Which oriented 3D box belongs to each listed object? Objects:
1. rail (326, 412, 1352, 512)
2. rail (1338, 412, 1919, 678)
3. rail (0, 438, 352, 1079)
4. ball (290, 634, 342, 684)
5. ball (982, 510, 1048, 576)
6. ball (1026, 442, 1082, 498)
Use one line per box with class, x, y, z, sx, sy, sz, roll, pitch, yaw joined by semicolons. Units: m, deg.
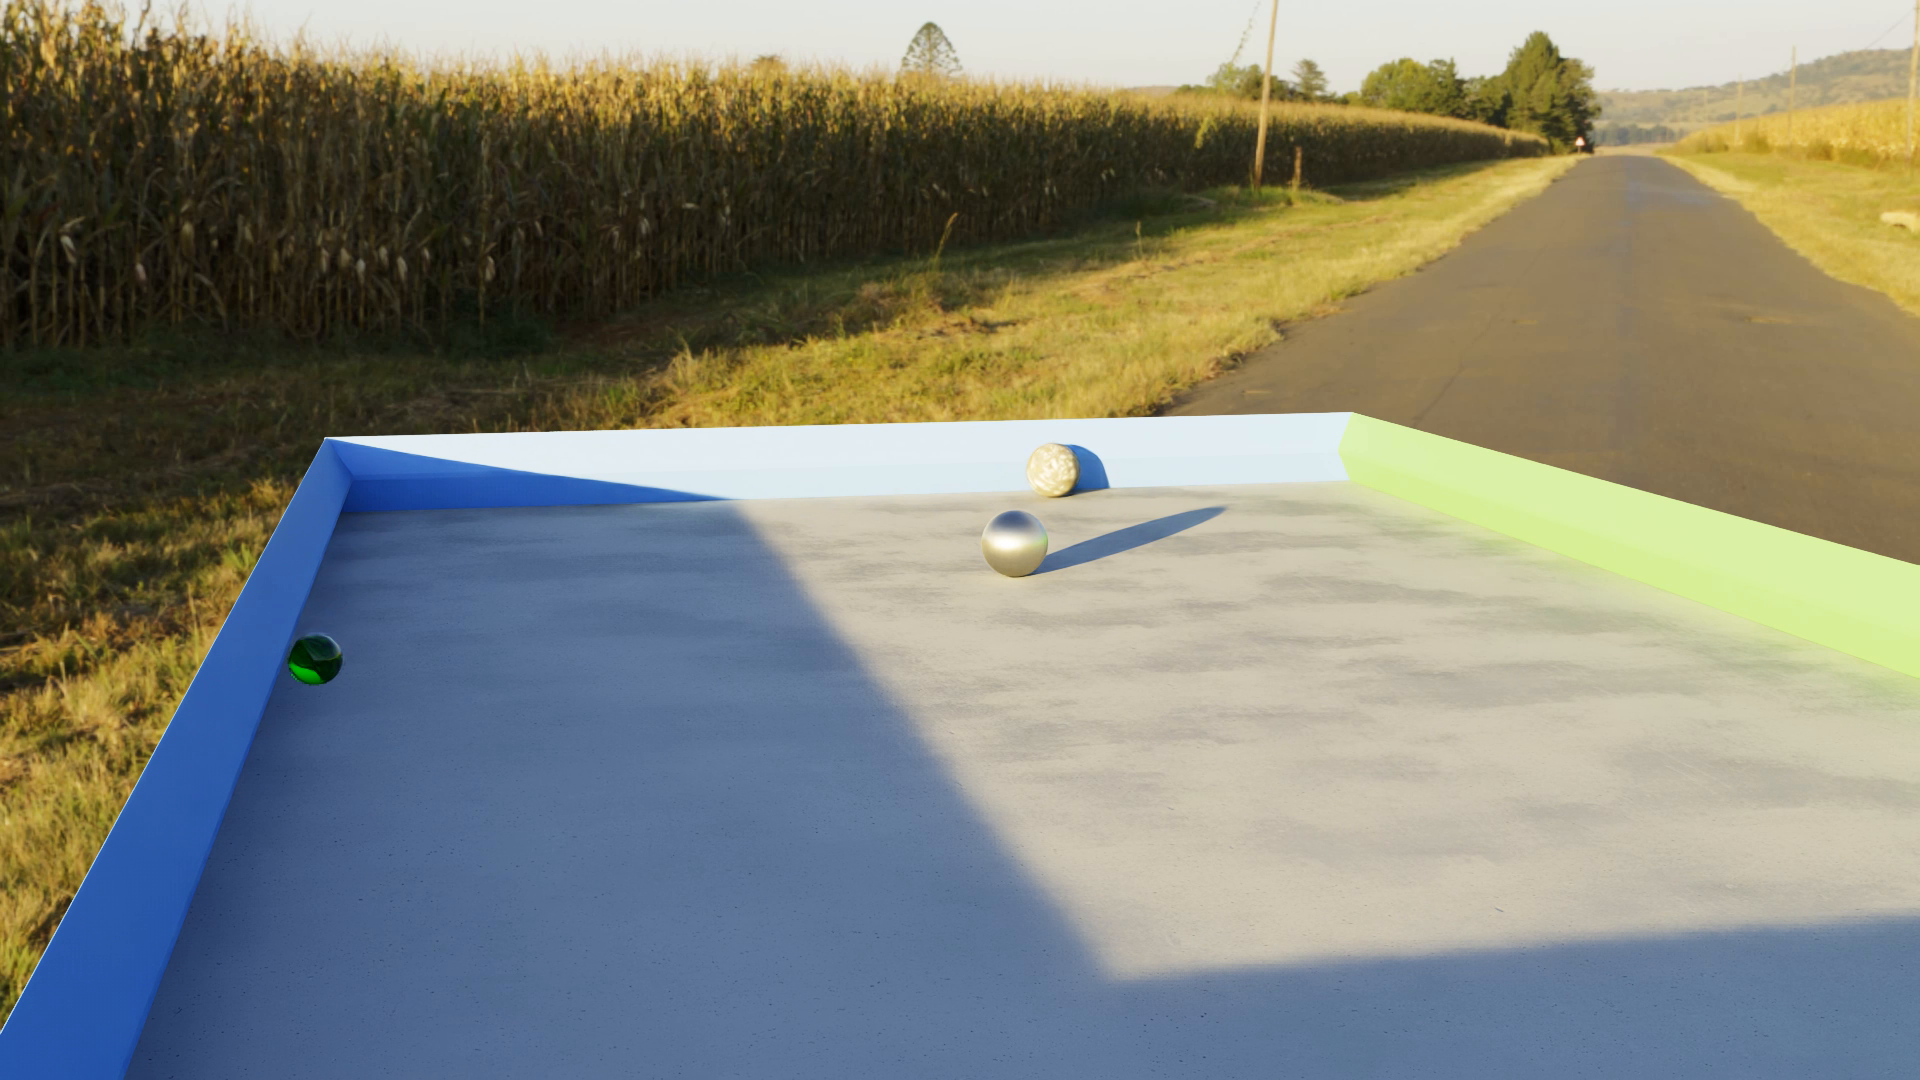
rail;-0.168;-0.141;3.963;1.880;0.128;0.045;-2;10;-12
rail;1.068;0.081;2.629;0.045;0.128;3.219;-2;10;-12
rail;-0.722;0.145;2.241;0.045;0.128;3.219;-2;10;-12
ball;-0.736;0.136;2.514;0.059;0.059;0.059;0;9;0
ball;0.079;0.005;3.187;0.097;0.097;0.097;0;9;0
ball;0.170;-0.126;3.968;0.099;0.099;0.099;0;9;0
